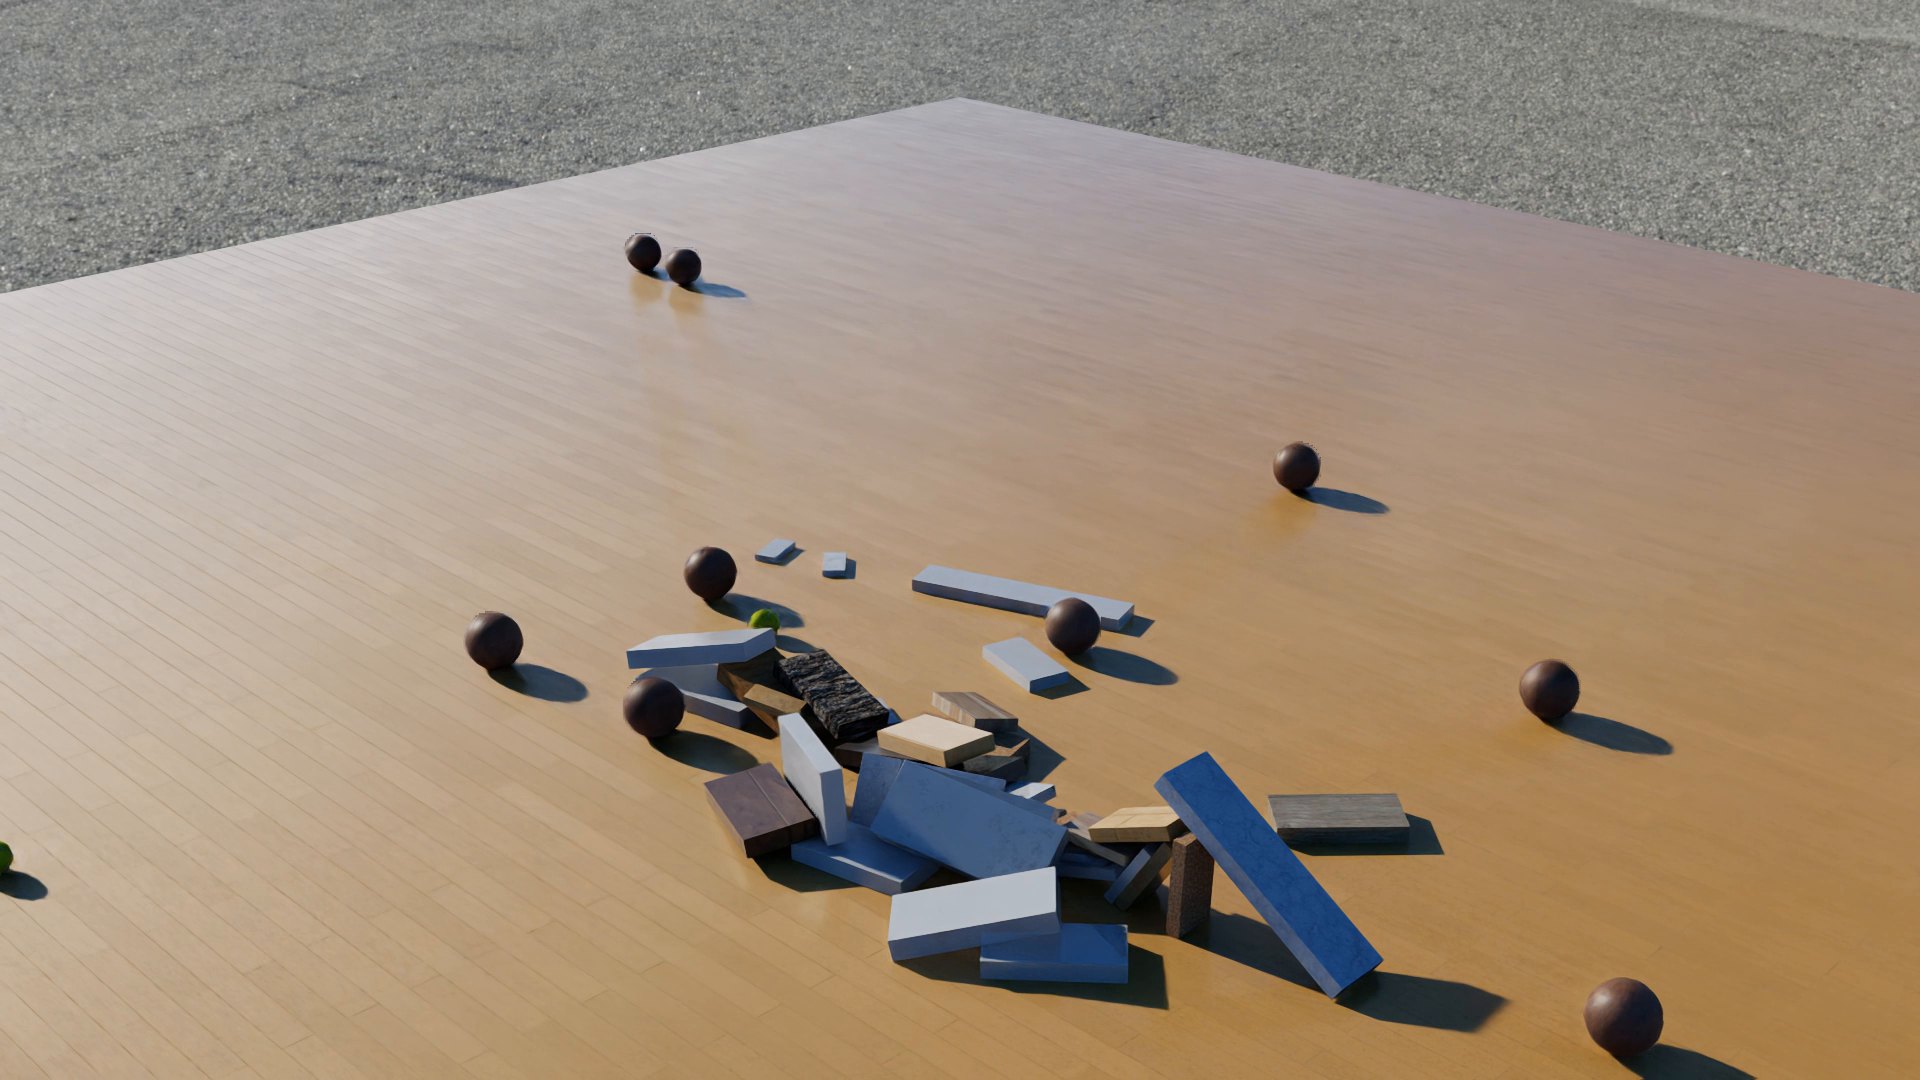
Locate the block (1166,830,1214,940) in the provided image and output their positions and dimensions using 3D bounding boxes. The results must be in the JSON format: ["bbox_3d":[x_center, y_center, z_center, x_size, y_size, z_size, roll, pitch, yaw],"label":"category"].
[{"bbox_3d":[0.425,0.622,4.035,0.029,0.202,0.101,21,31,36],"label":"block"}]

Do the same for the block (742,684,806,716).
[{"bbox_3d":[-0.399,0.350,4.736,0.123,0.017,0.062,19,30,14],"label":"block"}]

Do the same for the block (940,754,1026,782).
[{"bbox_3d":[0.008,0.475,4.485,0.124,0.035,0.247,-20,9,-37],"label":"block"}]

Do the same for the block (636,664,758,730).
[{"bbox_3d":[-0.562,0.336,4.915,0.299,0.042,0.149,15,27,31],"label":"block"}]

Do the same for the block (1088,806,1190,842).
[{"bbox_3d":[0.345,0.529,4.092,0.101,0.029,0.202,-24,9,-41],"label":"block"}]

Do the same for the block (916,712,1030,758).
[{"bbox_3d":[0.003,0.436,4.685,0.261,0.037,0.131,12,26,27],"label":"block"}]

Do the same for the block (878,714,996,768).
[{"bbox_3d":[-0.050,0.411,4.516,0.124,0.035,0.247,-17,15,-32],"label":"block"}]

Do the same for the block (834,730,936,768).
[{"bbox_3d":[-0.131,0.444,4.593,0.247,0.035,0.124,3,17,43],"label":"block"}]

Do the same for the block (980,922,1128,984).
[{"bbox_3d":[0.170,0.742,3.965,0.263,0.037,0.131,1,23,3],"label":"block"}]

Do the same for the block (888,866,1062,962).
[{"bbox_3d":[0.028,0.681,4.011,0.310,0.044,0.155,-11,22,7],"label":"block"}]

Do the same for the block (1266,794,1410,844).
[{"bbox_3d":[0.755,0.557,4.400,0.263,0.037,0.131,0,23,-1],"label":"block"}]

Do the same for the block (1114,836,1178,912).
[{"bbox_3d":[0.371,0.608,4.090,0.101,0.202,0.029,-24,65,-44],"label":"block"}]

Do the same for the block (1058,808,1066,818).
[{"bbox_3d":[0.121,0.555,4.358,0.170,0.024,0.085,-1,14,42],"label":"block"}]

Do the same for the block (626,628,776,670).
[{"bbox_3d":[-0.581,0.243,4.940,0.299,0.042,0.149,-5,9,23],"label":"block"}]

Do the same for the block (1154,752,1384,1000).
[{"bbox_3d":[0.554,0.598,3.966,0.131,0.037,0.493,-21,63,-43],"label":"block"}]

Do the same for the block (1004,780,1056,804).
[{"bbox_3d":[0.099,0.506,4.374,0.170,0.024,0.085,0,15,44],"label":"block"}]

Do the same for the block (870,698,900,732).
[{"bbox_3d":[-0.182,0.386,4.829,0.062,0.017,0.123,-9,24,-19],"label":"block"}]

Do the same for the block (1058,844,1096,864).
[{"bbox_3d":[0.217,0.599,4.252,0.139,0.020,0.069,-2,16,45],"label":"block"}]

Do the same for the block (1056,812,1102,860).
[{"bbox_3d":[0.241,0.567,4.228,0.069,0.020,0.139,-19,28,-36],"label":"block"}]

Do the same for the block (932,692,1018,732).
[{"bbox_3d":[0.032,0.373,4.779,0.104,0.030,0.209,2,11,-27],"label":"block"}]

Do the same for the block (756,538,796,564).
[{"bbox_3d":[-0.476,0.028,5.675,0.058,0.016,0.115,9,25,21],"label":"block"}]

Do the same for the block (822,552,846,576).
[{"bbox_3d":[-0.319,0.062,5.595,0.058,0.016,0.115,-1,23,-1],"label":"block"}]

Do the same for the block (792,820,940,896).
[{"bbox_3d":[-0.184,0.613,4.268,0.261,0.037,0.131,15,27,31],"label":"block"}]

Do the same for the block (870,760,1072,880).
[{"bbox_3d":[0.018,0.558,4.200,0.354,0.044,0.155,21,71,22],"label":"block"}]

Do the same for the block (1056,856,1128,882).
[{"bbox_3d":[0.259,0.620,4.208,0.163,0.023,0.081,-3,15,44],"label":"block"}]

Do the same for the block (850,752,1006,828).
[{"bbox_3d":[-0.065,0.519,4.350,0.292,0.146,0.041,9,-7,20],"label":"block"}]

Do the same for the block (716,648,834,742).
[{"bbox_3d":[-0.385,0.344,4.813,0.149,0.042,0.299,-15,38,-38],"label":"block"}]

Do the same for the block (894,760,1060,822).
[{"bbox_3d":[0.016,0.544,4.264,0.328,0.146,0.041,15,-13,21],"label":"block"}]

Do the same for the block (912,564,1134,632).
[{"bbox_3d":[0.152,0.139,5.394,0.550,0.030,0.104,11,25,23],"label":"block"}]

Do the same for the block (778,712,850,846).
[{"bbox_3d":[-0.293,0.471,4.367,0.044,0.155,0.310,-10,19,-17],"label":"block"}]

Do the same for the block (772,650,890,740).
[{"bbox_3d":[-0.282,0.334,4.785,0.131,0.037,0.261,-12,37,-35],"label":"block"}]

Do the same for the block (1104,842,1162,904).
[{"bbox_3d":[0.337,0.615,4.119,0.081,0.163,0.023,-24,65,-44],"label":"block"}]

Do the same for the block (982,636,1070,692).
[{"bbox_3d":[0.150,0.285,5.052,0.104,0.030,0.209,-13,26,-27],"label":"block"}]

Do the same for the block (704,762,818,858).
[{"bbox_3d":[-0.400,0.537,4.387,0.146,0.041,0.292,-16,22,-17],"label":"block"}]

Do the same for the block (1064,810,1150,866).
[{"bbox_3d":[0.278,0.566,4.171,0.081,0.023,0.163,-22,30,-40],"label":"block"}]
